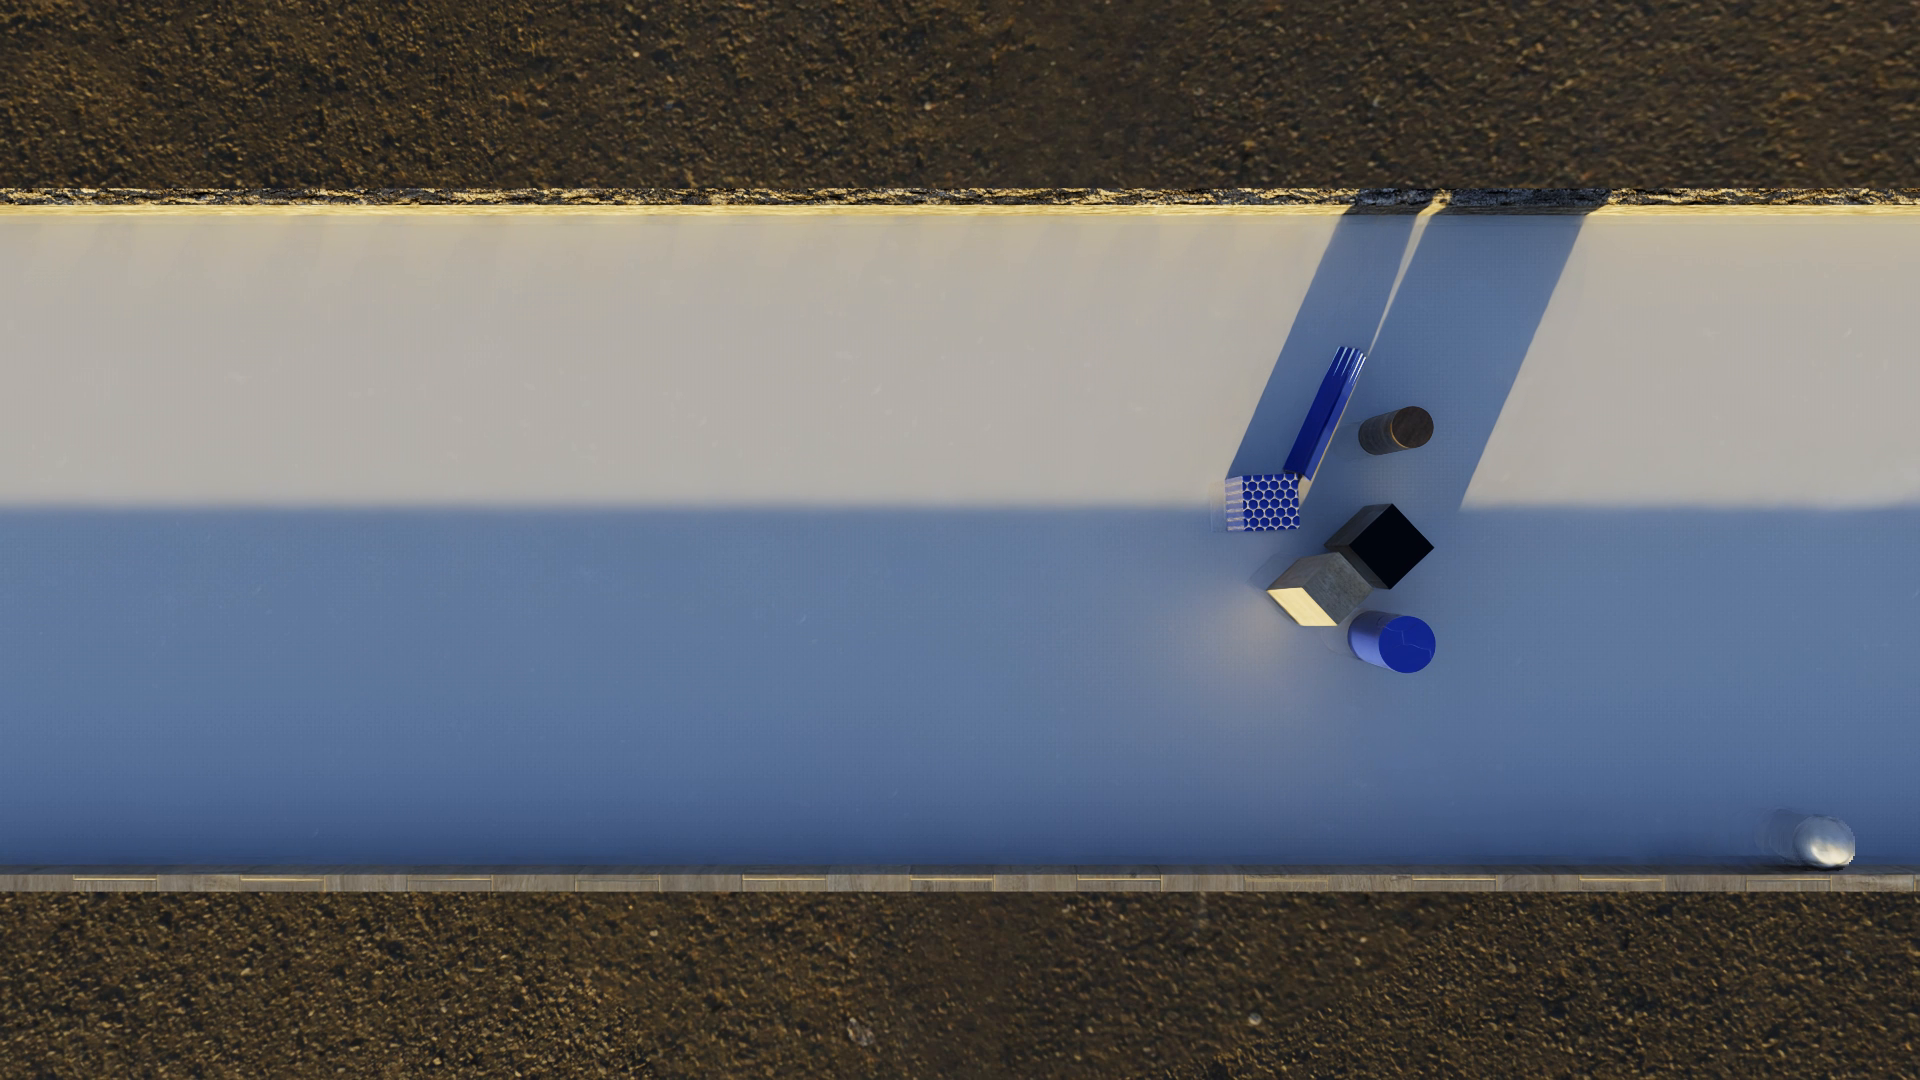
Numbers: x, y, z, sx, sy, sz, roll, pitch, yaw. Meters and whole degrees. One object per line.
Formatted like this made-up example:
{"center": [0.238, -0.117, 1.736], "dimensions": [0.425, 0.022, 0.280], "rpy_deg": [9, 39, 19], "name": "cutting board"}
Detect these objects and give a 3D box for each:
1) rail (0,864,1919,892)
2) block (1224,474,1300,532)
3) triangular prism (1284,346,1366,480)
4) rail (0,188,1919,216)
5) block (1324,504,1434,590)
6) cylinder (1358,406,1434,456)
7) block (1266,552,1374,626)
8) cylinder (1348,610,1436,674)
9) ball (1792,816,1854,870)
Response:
{"center": [-2.247, 1.025, 5.001], "dimensions": [12.000, 0.150, 0.050], "rpy_deg": [0, 90, 0], "name": "rail"}
{"center": [0.898, -0.109, 4.920], "dimensions": [0.160, 0.313, 0.160], "rpy_deg": [-2, 90, 0], "name": "block"}
{"center": [1.122, -0.388, 5.035], "dimensions": [0.091, 0.079, 0.414], "rpy_deg": [25, 90, 0], "name": "triangular prism"}
{"center": [-2.247, -1.025, 5.002], "dimensions": [12.000, 0.150, 0.050], "rpy_deg": [0, 90, 0], "name": "rail"}
{"center": [1.242, 0.018, 4.913], "dimensions": [0.176, 0.328, 0.176], "rpy_deg": [-43, 90, 0], "name": "block"}
{"center": [1.285, -0.321, 4.879], "dimensions": [0.119, 0.395, 0.119], "rpy_deg": [0, 90, 0], "name": "cylinder"}
{"center": [1.054, 0.148, 4.859], "dimensions": [0.147, 0.425, 0.147], "rpy_deg": [-43, 90, -4], "name": "block"}
{"center": [1.273, 0.298, 4.885], "dimensions": [0.163, 0.382, 0.163], "rpy_deg": [0, 90, 0], "name": "cylinder"}
{"center": [2.612, 0.918, 4.995], "dimensions": [0.164, 0.164, 0.164], "rpy_deg": [0, 90, 0], "name": "ball"}
